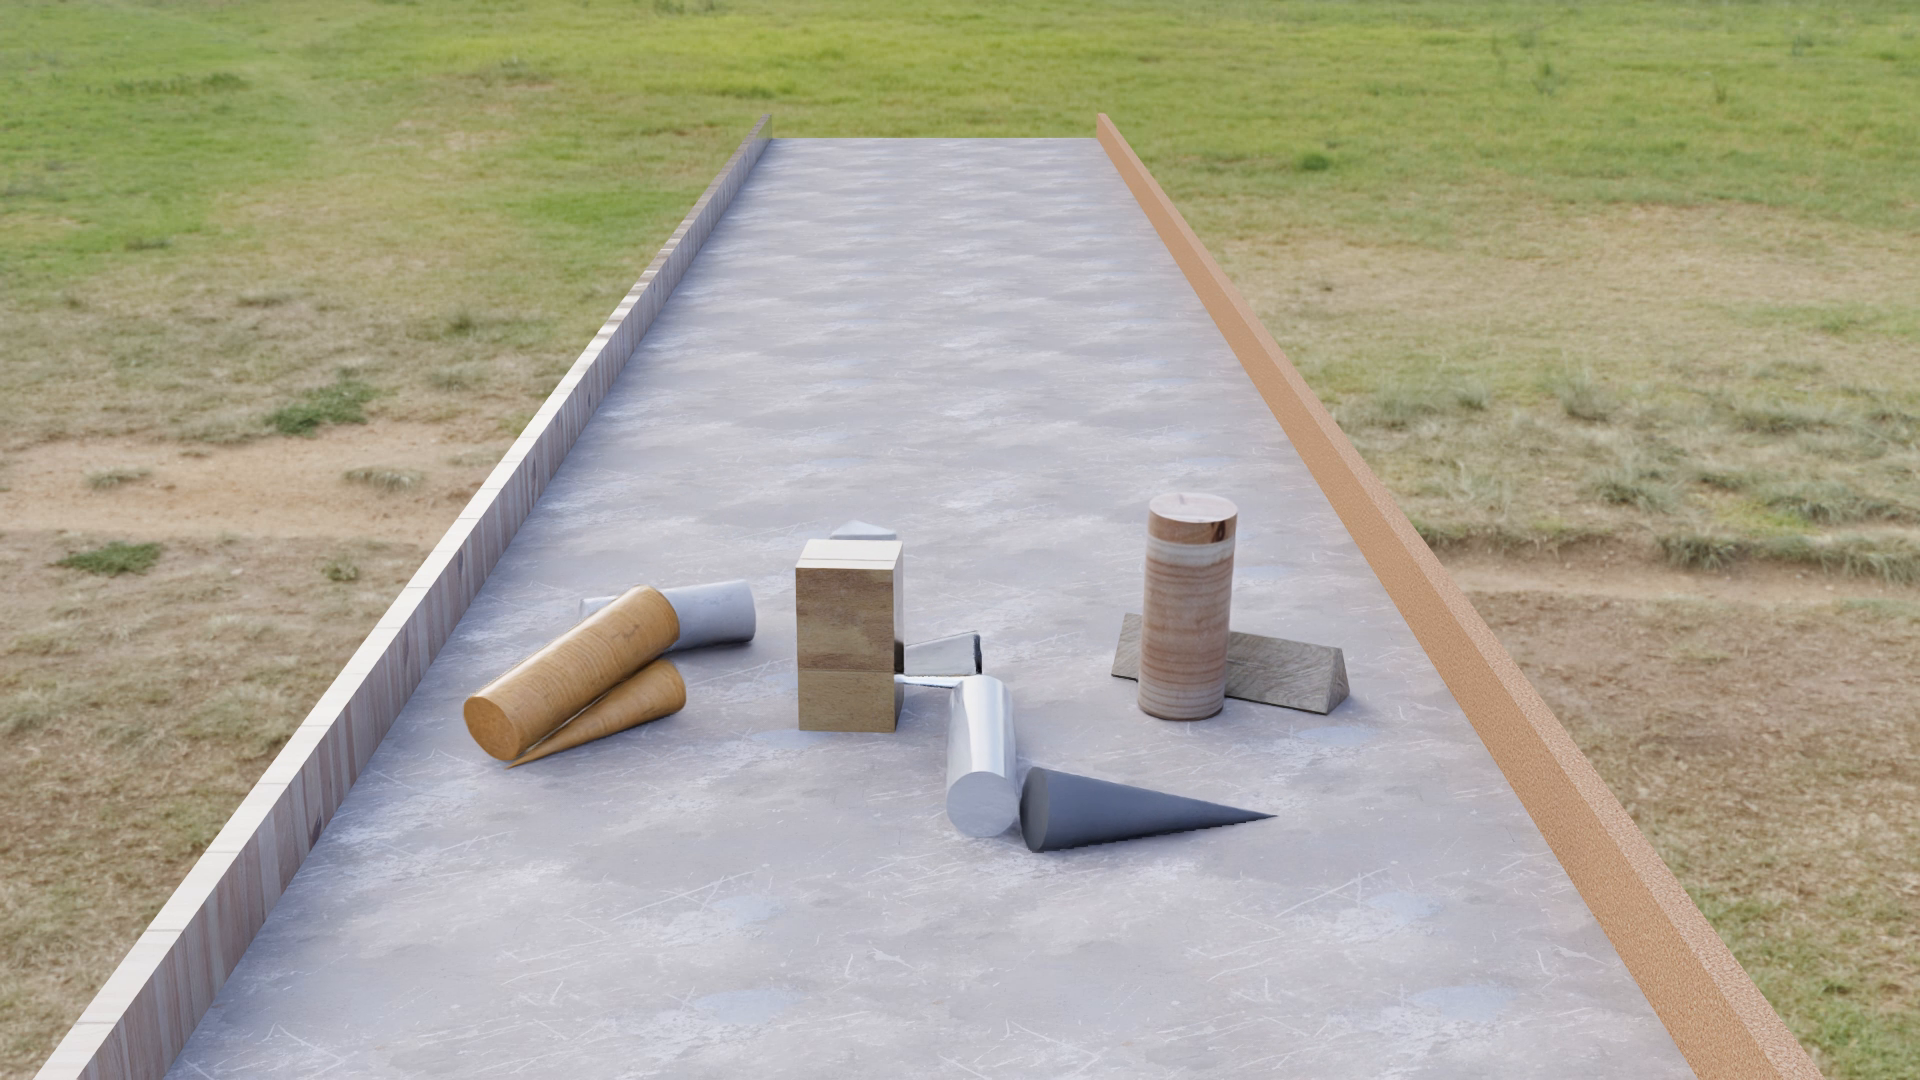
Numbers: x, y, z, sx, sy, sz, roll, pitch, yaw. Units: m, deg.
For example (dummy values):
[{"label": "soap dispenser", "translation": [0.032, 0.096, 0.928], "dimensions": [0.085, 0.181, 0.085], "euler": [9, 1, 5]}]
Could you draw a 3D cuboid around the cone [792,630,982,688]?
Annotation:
[{"label": "cone", "translation": [-0.146, 0.242, 4.220], "dimensions": [0.366, 0.119, 0.119], "euler": [-3, 17, -5]}]

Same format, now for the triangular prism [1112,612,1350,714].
[{"label": "triangular prism", "translation": [0.523, 0.227, 4.257], "dimensions": [0.444, 0.111, 0.129], "euler": [9, 19, 28]}]

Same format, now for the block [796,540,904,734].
[{"label": "block", "translation": [-0.202, 0.177, 4.080], "dimensions": [0.177, 0.315, 0.177], "euler": [1, 17, 4]}]

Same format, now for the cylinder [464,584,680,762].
[{"label": "cylinder", "translation": [-0.705, 0.238, 4.026], "dimensions": [0.134, 0.134, 0.428], "euler": [12, 33, 35]}]

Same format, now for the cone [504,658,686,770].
[{"label": "cone", "translation": [-0.677, 0.338, 3.995], "dimensions": [0.108, 0.108, 0.391], "euler": [14, 29, 39]}]

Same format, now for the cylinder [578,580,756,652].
[{"label": "cylinder", "translation": [-0.593, 0.163, 4.454], "dimensions": [0.334, 0.129, 0.129], "euler": [-7, 18, -22]}]

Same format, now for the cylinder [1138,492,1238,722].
[{"label": "cylinder", "translation": [0.422, 0.124, 4.095], "dimensions": [0.163, 0.395, 0.163], "euler": [1, 21, 0]}]

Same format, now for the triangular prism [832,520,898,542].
[{"label": "triangular prism", "translation": [-0.200, 0.123, 4.268], "dimensions": [0.129, 0.308, 0.112], "euler": [-2, 15, -14]}]

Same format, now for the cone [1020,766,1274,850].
[{"label": "cone", "translation": [0.327, 0.447, 3.607], "dimensions": [0.437, 0.135, 0.135], "euler": [4, 15, -18]}]

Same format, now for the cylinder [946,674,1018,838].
[{"label": "cylinder", "translation": [0.037, 0.365, 3.792], "dimensions": [0.118, 0.118, 0.452], "euler": [0, 17, 0]}]

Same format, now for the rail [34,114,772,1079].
[{"label": "rail", "translation": [-1.118, -0.838, 7.780], "dimensions": [0.050, 0.150, 12.000], "euler": [0, 17, -1]}]

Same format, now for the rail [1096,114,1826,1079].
[{"label": "rail", "translation": [0.932, -0.844, 7.801], "dimensions": [0.050, 0.150, 12.000], "euler": [0, 17, -1]}]
